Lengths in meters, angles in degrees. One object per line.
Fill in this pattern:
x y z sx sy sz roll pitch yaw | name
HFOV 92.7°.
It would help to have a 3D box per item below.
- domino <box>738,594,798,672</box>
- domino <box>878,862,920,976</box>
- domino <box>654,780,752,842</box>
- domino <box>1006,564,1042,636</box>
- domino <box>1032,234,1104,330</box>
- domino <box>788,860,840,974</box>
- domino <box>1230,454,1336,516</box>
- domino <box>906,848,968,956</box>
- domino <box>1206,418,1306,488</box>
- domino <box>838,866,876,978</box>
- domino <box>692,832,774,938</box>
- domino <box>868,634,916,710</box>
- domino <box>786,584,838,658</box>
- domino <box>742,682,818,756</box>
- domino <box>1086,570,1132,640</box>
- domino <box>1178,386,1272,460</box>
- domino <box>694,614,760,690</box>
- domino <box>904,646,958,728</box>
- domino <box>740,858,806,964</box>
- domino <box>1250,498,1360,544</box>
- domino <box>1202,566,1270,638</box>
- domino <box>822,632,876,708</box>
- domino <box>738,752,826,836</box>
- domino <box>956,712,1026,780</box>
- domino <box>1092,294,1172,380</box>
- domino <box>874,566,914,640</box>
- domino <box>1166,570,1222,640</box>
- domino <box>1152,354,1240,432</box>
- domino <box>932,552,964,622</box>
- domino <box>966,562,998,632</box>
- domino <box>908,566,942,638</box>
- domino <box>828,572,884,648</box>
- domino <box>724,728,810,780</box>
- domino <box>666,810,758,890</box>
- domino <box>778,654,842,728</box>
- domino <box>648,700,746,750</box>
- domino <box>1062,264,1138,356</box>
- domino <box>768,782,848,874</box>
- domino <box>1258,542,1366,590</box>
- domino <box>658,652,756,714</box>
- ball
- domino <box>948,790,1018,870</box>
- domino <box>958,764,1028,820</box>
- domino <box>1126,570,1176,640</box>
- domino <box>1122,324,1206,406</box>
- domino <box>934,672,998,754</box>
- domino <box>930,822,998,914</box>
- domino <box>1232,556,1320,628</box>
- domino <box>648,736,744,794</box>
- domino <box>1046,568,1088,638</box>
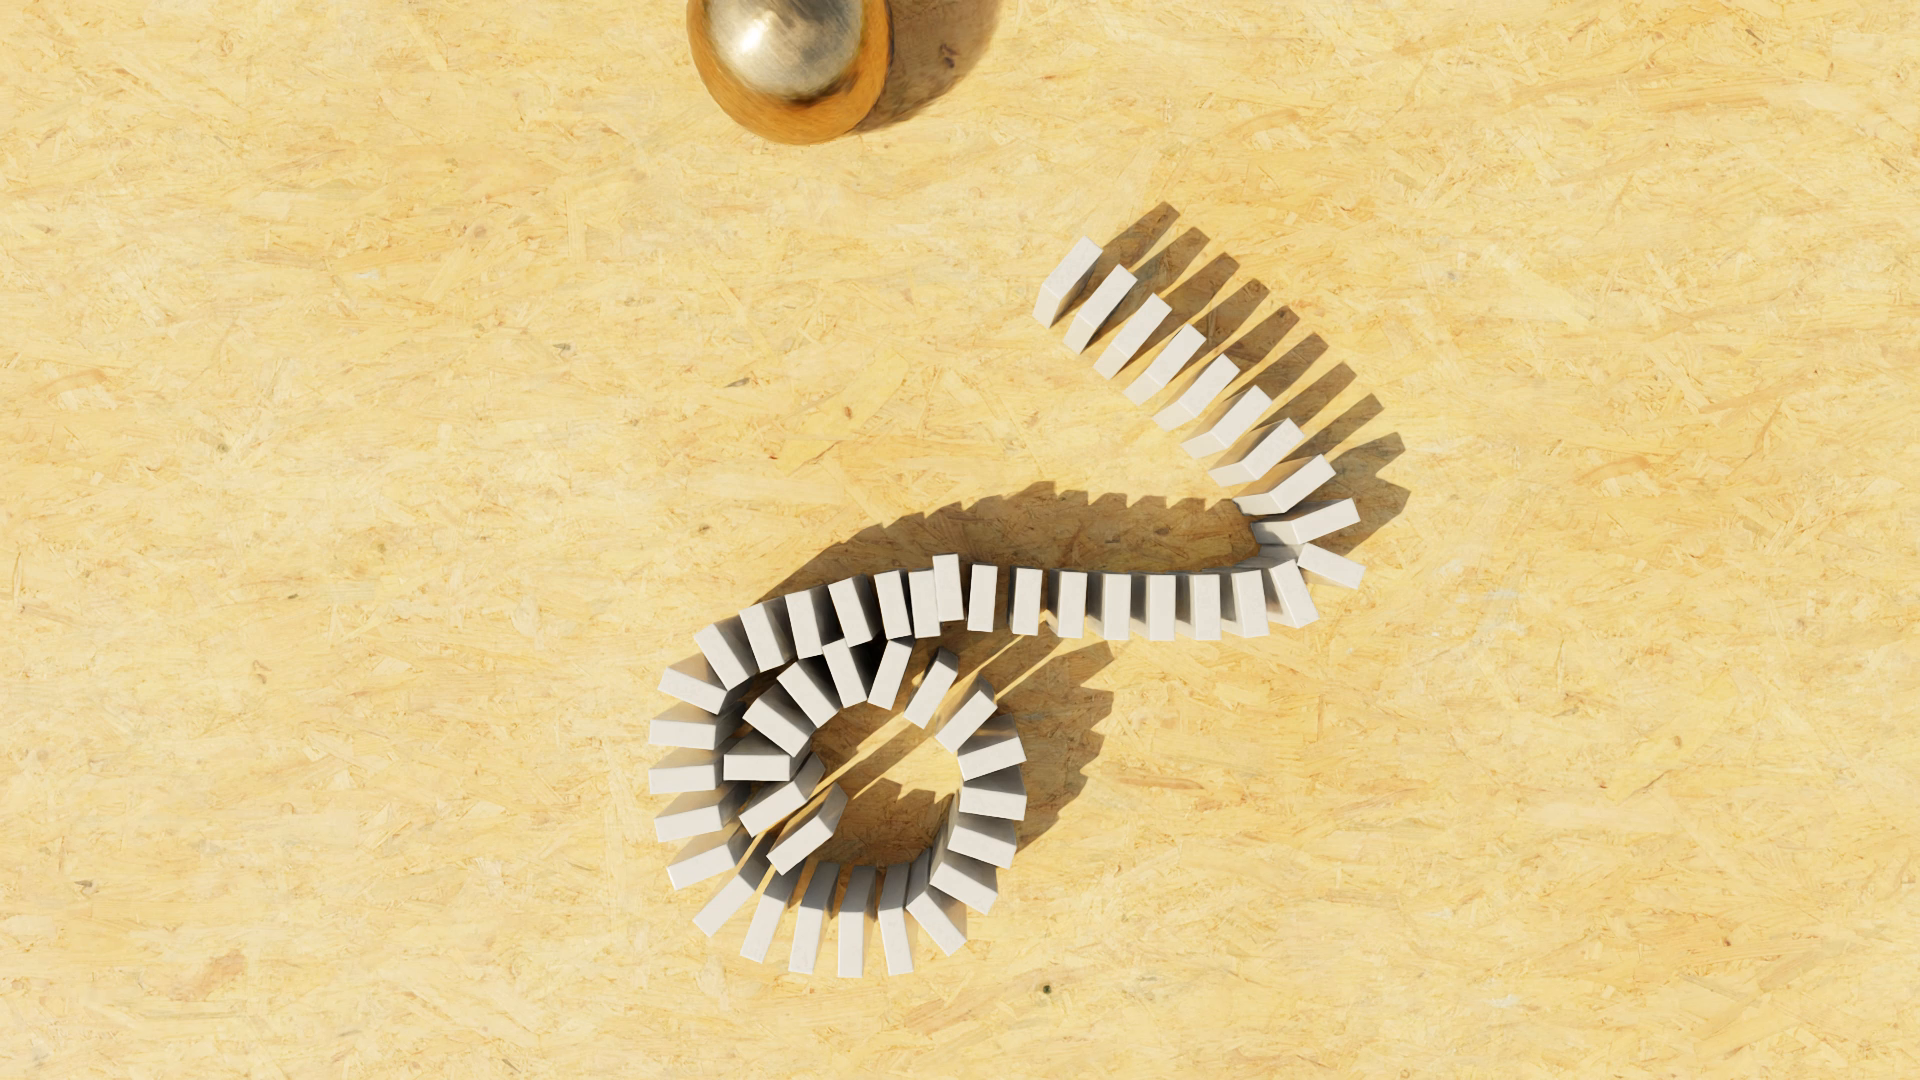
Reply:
-0.076 0.037 0.375 0.010 0.050 0.025 -20 90 0 | domino
-0.025 0.153 0.375 0.009 0.050 0.025 -10 90 0 | domino
-0.104 0.109 0.375 0.025 0.050 0.009 -12 90 0 | domino
0.026 0.024 0.375 0.010 0.050 0.025 4 90 0 | domino
0.043 -0.104 0.375 0.009 0.050 0.025 41 90 0 | domino
-0.059 0.153 0.375 0.009 0.050 0.025 10 90 0 | domino
0.131 -0.022 0.375 0.025 0.050 0.009 -37 90 0 | domino
-0.009 0.147 0.375 0.009 0.050 0.025 -41 90 0 | domino
0.120 -0.035 0.375 0.025 0.050 0.009 -43 90 0 | domino
-0.042 0.155 0.375 0.009 0.050 0.025 1 90 0 | domino
-0.090 0.140 0.375 0.009 0.050 0.025 45 90 0 | domino
-0.027 0.052 0.375 0.009 0.050 0.025 19 90 0 | domino
-0.060 0.032 0.375 0.009 0.050 0.025 -12 90 0 | domino
-0.070 0.072 0.375 0.025 0.050 0.010 37 90 0 | domino
0.060 0.026 0.375 0.010 0.050 0.025 2 90 0 | domino
0.108 -0.047 0.375 0.009 0.050 0.025 44 90 0 | domino
-0.091 0.045 0.375 0.009 0.050 0.025 -33 90 0 | domino
-0.011 0.059 0.375 0.009 0.050 0.025 32 90 0 | domino
-0.075 0.149 0.375 0.010 0.050 0.025 21 90 0 | domino
0.140 -0.007 0.375 0.025 0.050 0.009 -21 90 0 | domino
0.112 0.024 0.375 0.010 0.050 0.025 -8 90 0 | domino
-0.044 0.051 0.375 0.009 0.050 0.025 -20 90 0 | domino
-0.071 0.103 0.375 0.025 0.050 0.010 -33 90 0 | domino
0.012 0.084 0.375 0.025 0.050 0.010 -18 90 0 | domino
0.069 -0.082 0.375 0.009 0.050 0.025 41 90 0 | domino
-0.026 0.025 0.375 0.009 0.050 0.025 -11 90 0 | domino
0.095 0.026 0.375 0.010 0.050 0.025 -2 90 0 | domino
0.095 -0.059 0.375 0.010 0.050 0.025 43 90 0 | domino
-0.004 0.018 0.375 0.009 0.050 0.025 -6 90 0 | domino
0.009 0.022 0.375 0.009 0.050 0.025 5 90 0 | domino
-0.014 0.024 0.375 0.010 0.050 0.025 -6 90 0 | domino
-0.042 0.028 0.375 0.009 0.050 0.025 -18 90 0 | domino
-0.078 0.087 0.375 0.025 0.050 0.010 1 90 0 | domino
-0.099 0.125 0.375 0.025 0.050 0.010 -22 90 0 | domino
-0.058 0.059 0.375 0.009 0.050 0.025 -40 90 0 | domino
-0.106 0.074 0.375 0.025 0.050 0.010 5 90 0 | domino
0.056 -0.093 0.375 0.010 0.050 0.025 40 90 0 | domino
-0.061 0.117 0.375 0.025 0.050 0.009 -39 90 0 | domino
0.142 0.010 0.375 0.025 0.050 0.009 22 90 0 | domino
-0.102 0.057 0.375 0.025 0.050 0.009 23 90 0 | domino
-0.066 -0.199 0.360 0.080 0.080 0.080 0 90 0 | ball
0.009 0.117 0.375 0.025 0.050 0.009 19 90 0 | domino
0.013 0.101 0.375 0.025 0.050 0.009 8 90 0 | domino
0.078 0.026 0.375 0.010 0.050 0.025 0 90 0 | domino
0.082 -0.071 0.375 0.010 0.050 0.025 41 90 0 | domino
0.002 0.070 0.375 0.009 0.050 0.025 44 90 0 | domino
0.002 0.133 0.375 0.025 0.050 0.009 29 90 0 | domino
0.128 0.020 0.375 0.010 0.050 0.025 -24 90 0 | domino
-0.106 0.091 0.375 0.025 0.050 0.010 -4 90 0 | domino
0.043 0.025 0.375 0.009 0.050 0.025 4 90 0 | domino
